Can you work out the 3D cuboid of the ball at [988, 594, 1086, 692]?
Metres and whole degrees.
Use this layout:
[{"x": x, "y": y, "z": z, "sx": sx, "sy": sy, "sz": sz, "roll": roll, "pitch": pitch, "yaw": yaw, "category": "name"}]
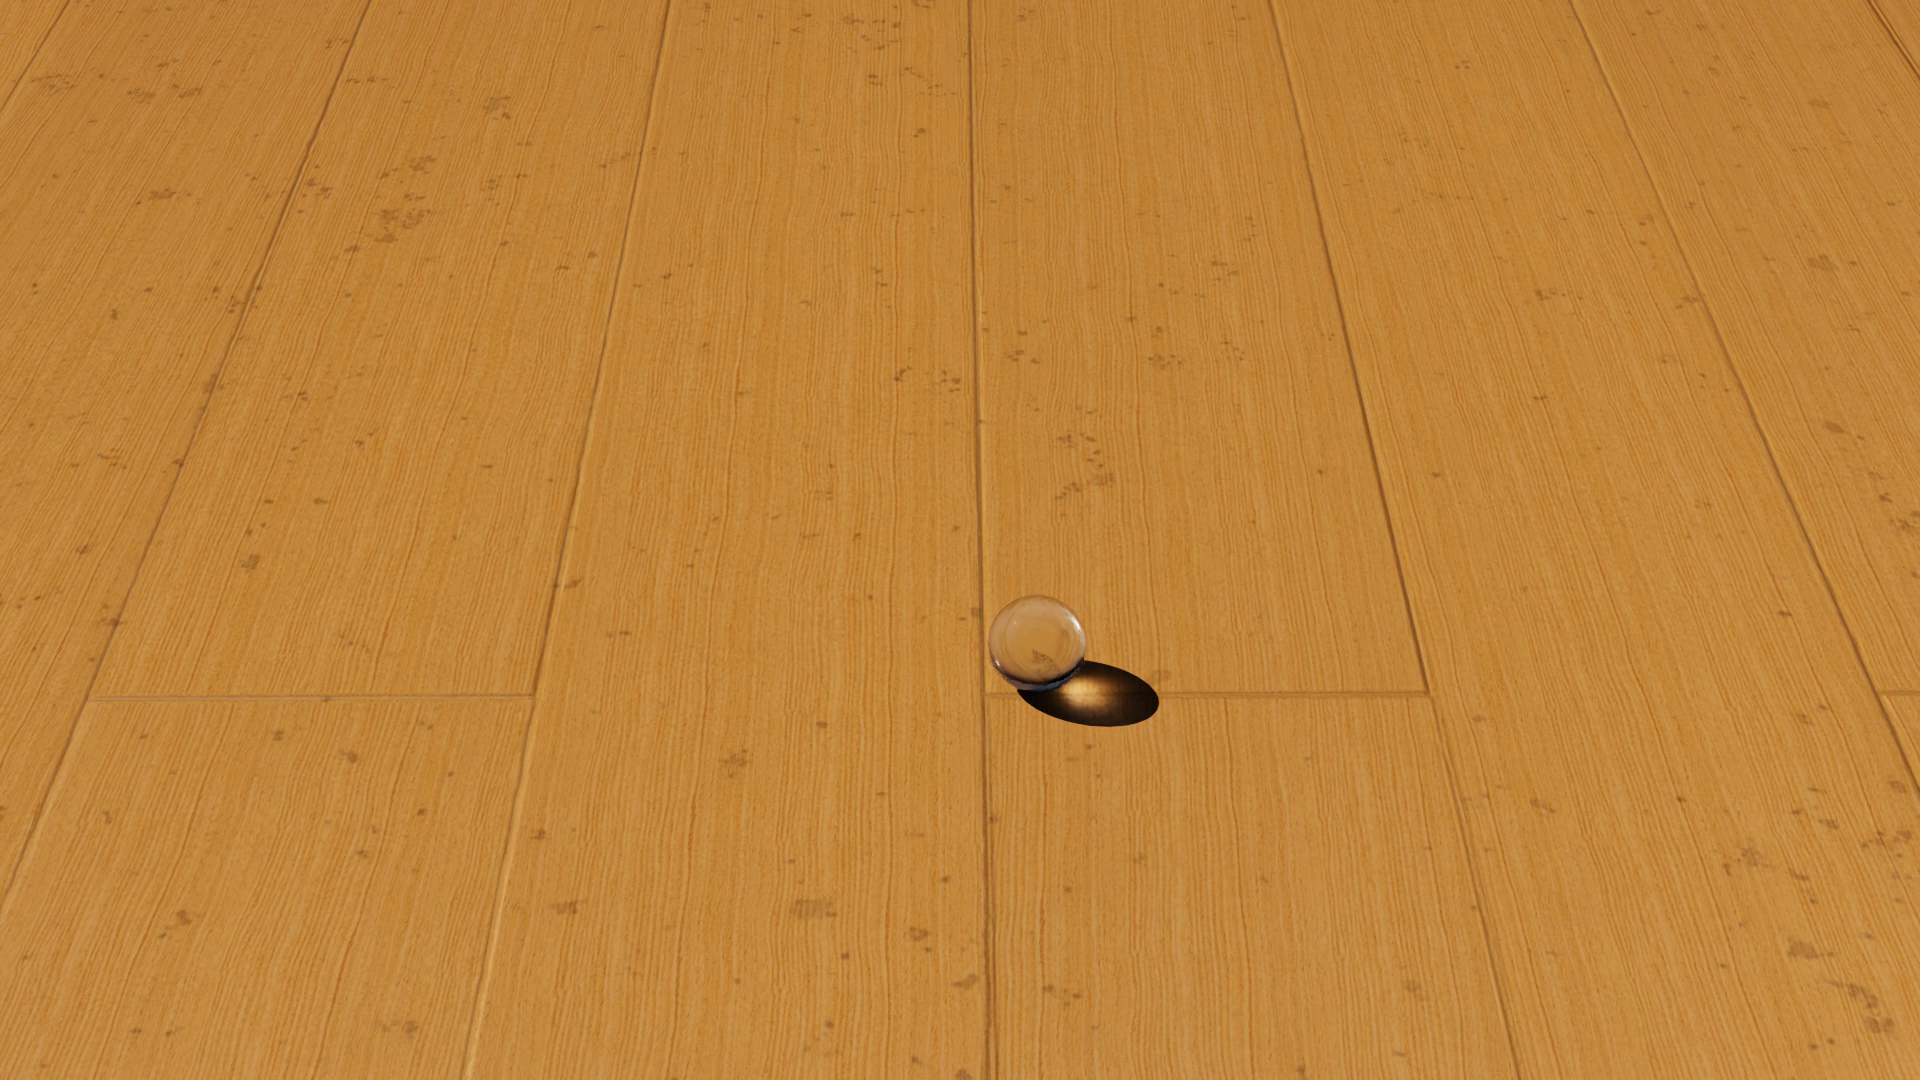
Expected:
[{"x": 0.043, "y": 0.058, "z": 1.426, "sx": 0.054, "sy": 0.054, "sz": 0.054, "roll": 0, "pitch": 37, "yaw": 0, "category": "ball"}]
